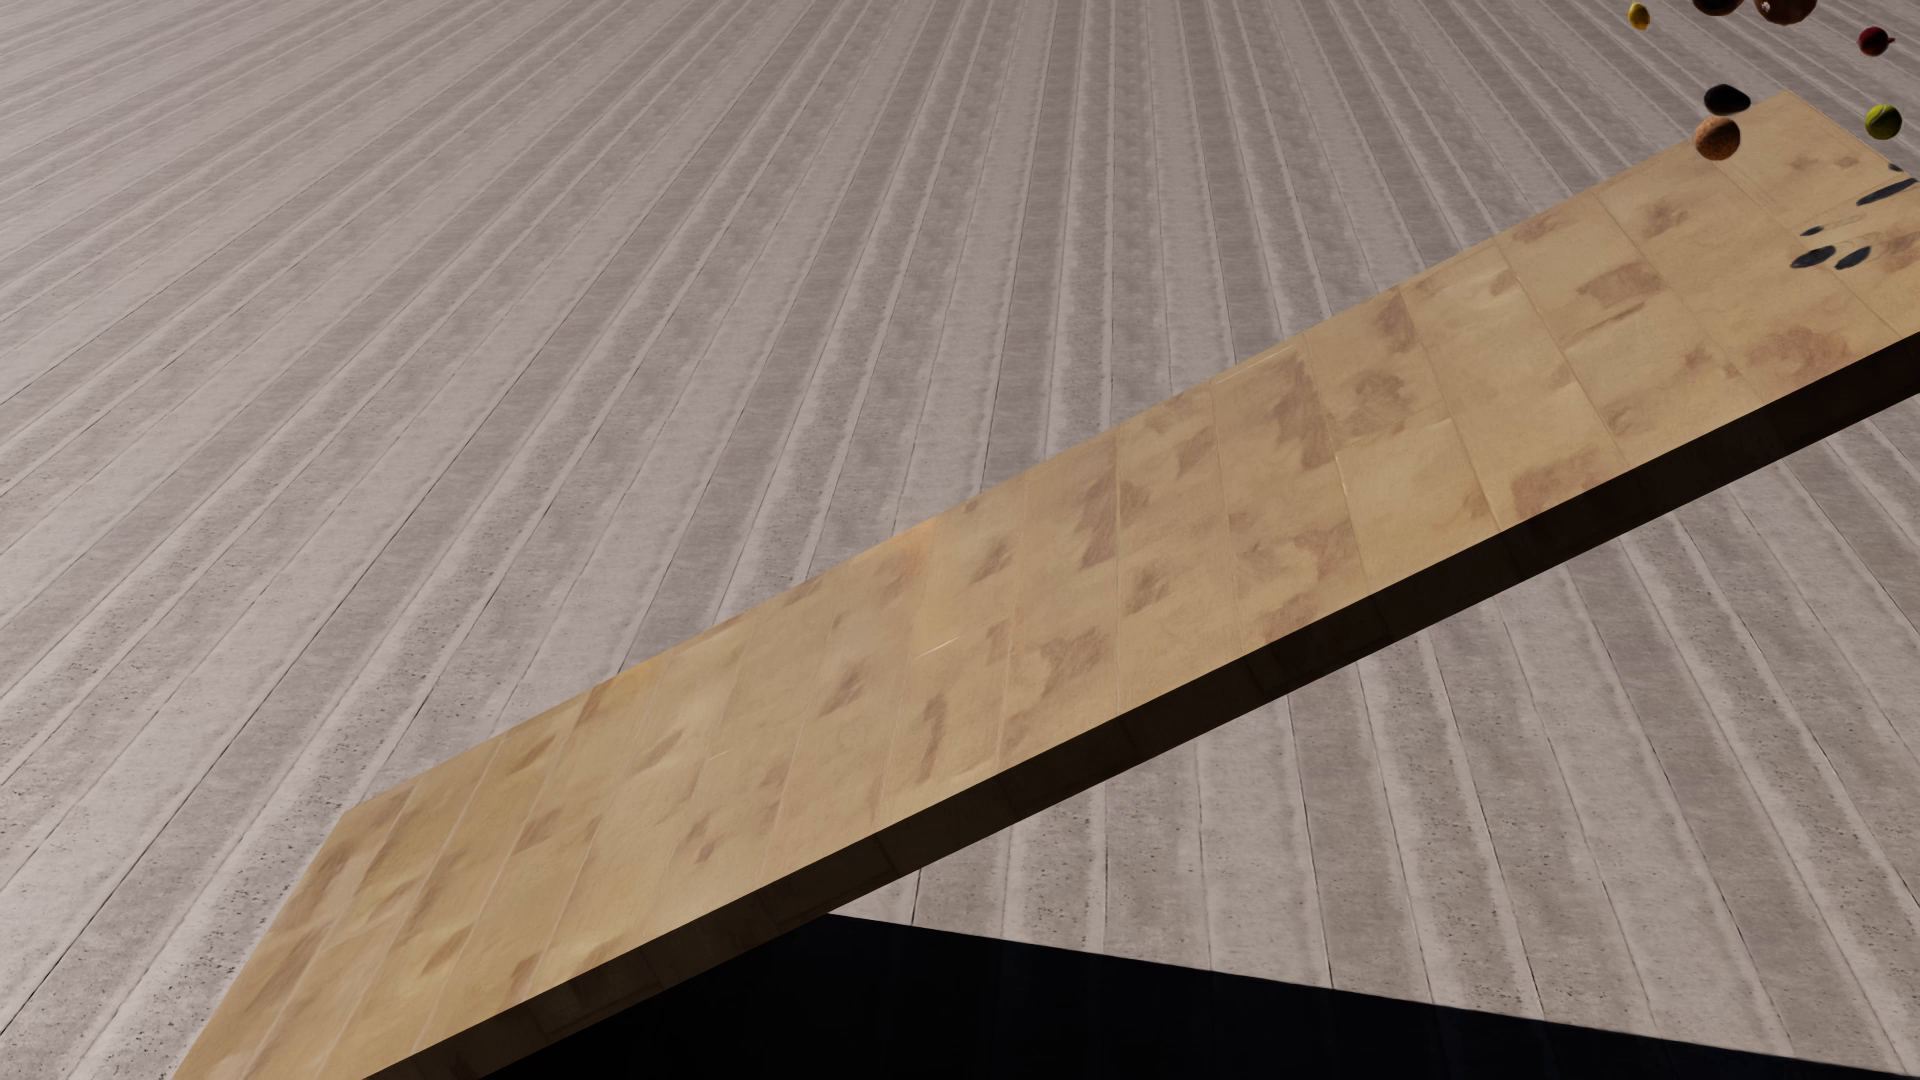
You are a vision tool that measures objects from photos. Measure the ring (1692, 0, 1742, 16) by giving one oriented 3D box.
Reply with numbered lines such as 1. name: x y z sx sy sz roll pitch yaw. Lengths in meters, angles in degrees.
1. ring: 1.532 -1.115 5.948 0.113 0.113 0.038 5 12 16

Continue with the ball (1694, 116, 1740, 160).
1. ball: 1.475 -0.783 5.729 0.088 0.088 0.088 0 17 0

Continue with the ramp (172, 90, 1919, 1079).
1. ramp: 0.141 0.167 6.282 4.000 0.100 2.000 -26 14 11
